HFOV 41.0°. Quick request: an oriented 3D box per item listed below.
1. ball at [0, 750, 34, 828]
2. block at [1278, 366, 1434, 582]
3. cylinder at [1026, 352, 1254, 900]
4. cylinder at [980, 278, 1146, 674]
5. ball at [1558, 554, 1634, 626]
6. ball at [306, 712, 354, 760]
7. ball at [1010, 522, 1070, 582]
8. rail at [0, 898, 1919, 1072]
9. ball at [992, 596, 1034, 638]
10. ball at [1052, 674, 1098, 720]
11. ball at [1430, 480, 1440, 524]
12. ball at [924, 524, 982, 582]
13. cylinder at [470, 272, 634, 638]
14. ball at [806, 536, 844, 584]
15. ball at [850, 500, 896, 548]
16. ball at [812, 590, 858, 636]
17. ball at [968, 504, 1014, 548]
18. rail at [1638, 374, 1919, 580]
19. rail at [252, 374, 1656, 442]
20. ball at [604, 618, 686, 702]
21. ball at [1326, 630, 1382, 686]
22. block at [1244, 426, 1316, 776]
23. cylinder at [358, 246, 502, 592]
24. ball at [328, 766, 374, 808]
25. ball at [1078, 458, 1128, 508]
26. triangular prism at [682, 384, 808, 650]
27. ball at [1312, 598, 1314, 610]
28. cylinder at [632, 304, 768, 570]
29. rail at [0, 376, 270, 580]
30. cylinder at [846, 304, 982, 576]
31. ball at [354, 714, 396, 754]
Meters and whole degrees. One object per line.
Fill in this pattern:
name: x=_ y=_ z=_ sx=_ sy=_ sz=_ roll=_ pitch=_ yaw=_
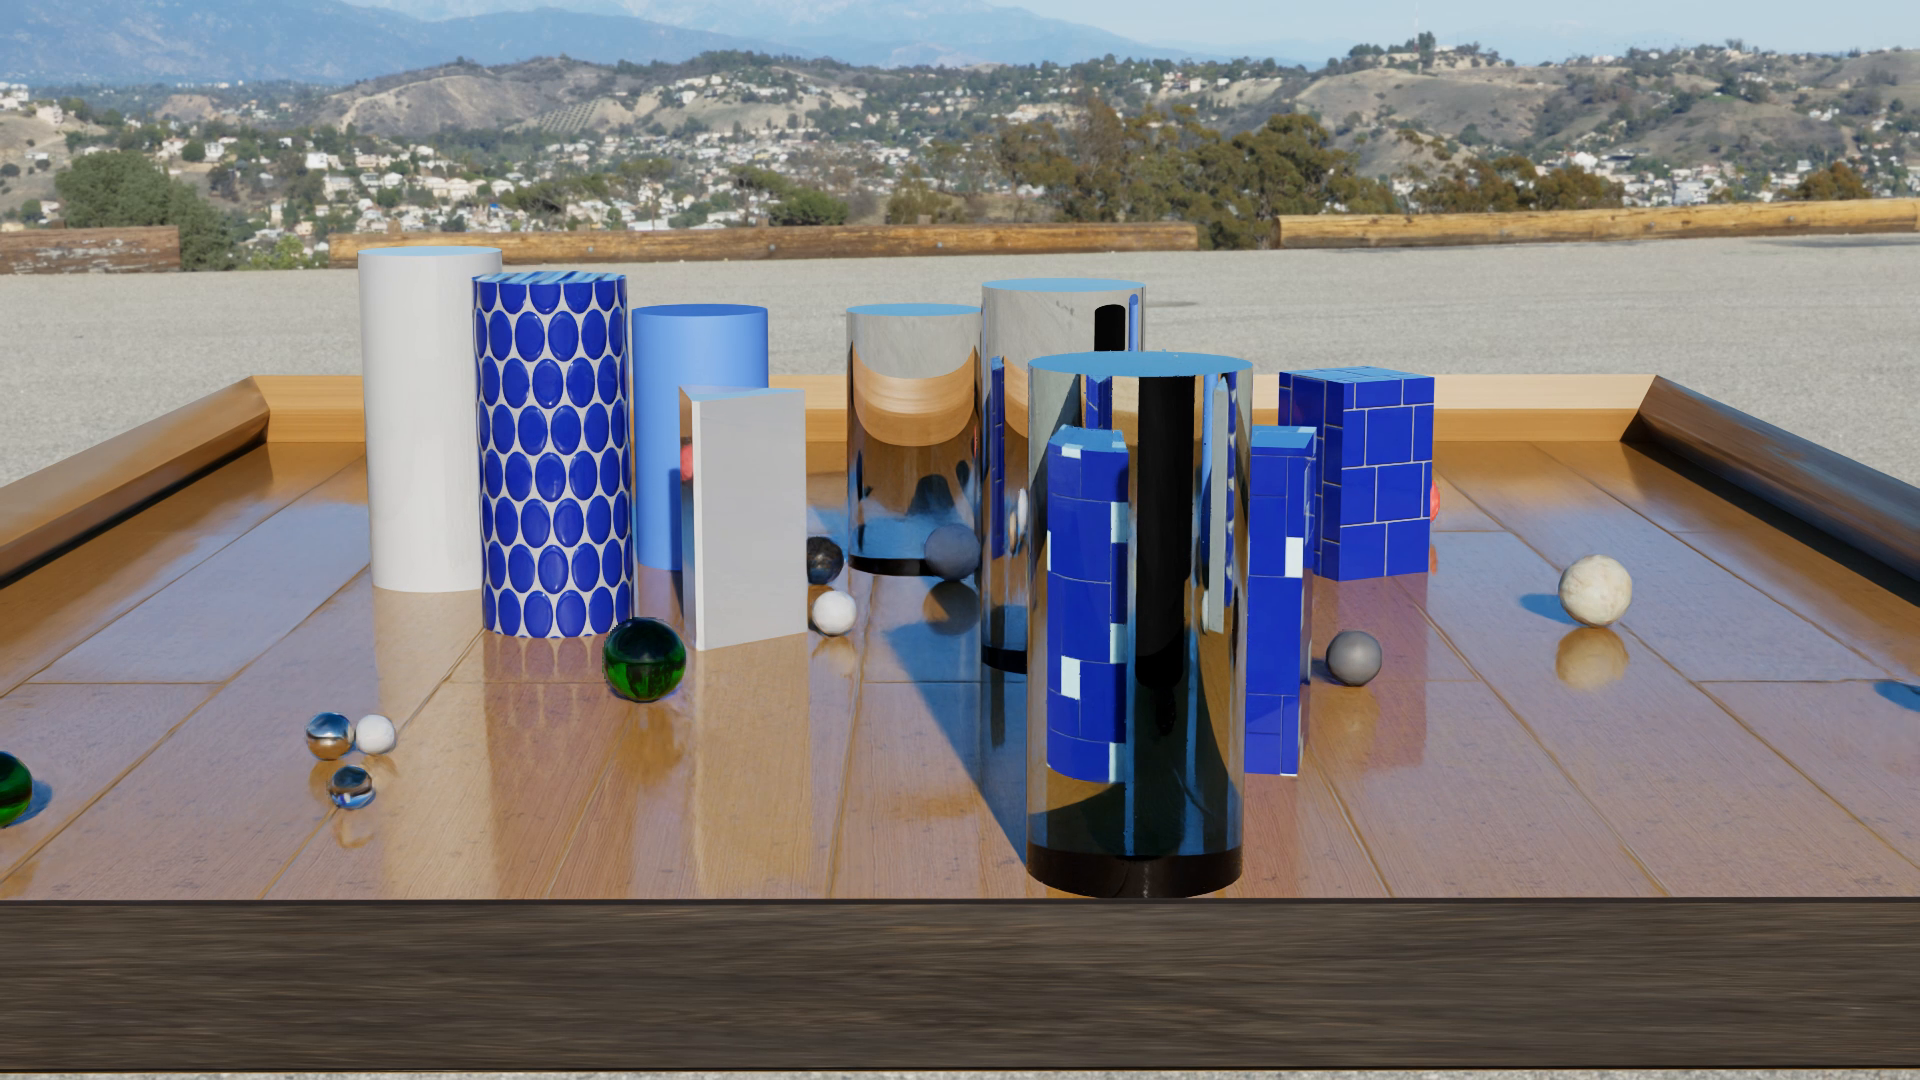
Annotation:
ball: x=-0.937 y=0.241 z=2.480 sx=0.076 sy=0.076 sz=0.076 roll=0 pitch=10 yaw=0
block: x=0.575 y=-0.100 z=3.750 sx=0.160 sy=0.285 sz=0.160 roll=-5 pitch=12 yaw=-27
cylinder: x=0.160 y=0.072 z=2.323 sx=0.200 sy=0.466 sz=0.200 roll=0 pitch=10 yaw=0
cylinder: x=0.126 y=-0.081 z=3.154 sx=0.200 sy=0.465 sz=0.200 roll=0 pitch=10 yaw=0
ball: x=0.835 y=0.066 z=3.371 sx=0.096 sy=0.096 sz=0.096 roll=0 pitch=10 yaw=0
ball: x=-0.670 y=0.208 z=2.727 sx=0.051 sy=0.051 sz=0.051 roll=0 pitch=10 yaw=0
ball: x=0.113 y=0.018 z=3.659 sx=0.086 sy=0.086 sz=0.086 roll=0 pitch=10 yaw=0
rail: x=0.009 y=0.321 z=1.893 sx=2.749 sy=0.130 sz=0.045 roll=0 pitch=10 yaw=0
ball: x=0.068 y=0.099 z=3.304 sx=0.056 sy=0.056 sz=0.056 roll=0 pitch=10 yaw=0
ball: x=0.131 y=0.177 z=2.893 sx=0.052 sy=0.052 sz=0.052 roll=0 pitch=10 yaw=0
ball: x=0.708 y=-0.062 z=4.050 sx=0.100 sy=0.100 sz=0.100 roll=0 pitch=10 yaw=0
ball: x=-0.011 y=0.018 z=3.670 sx=0.082 sy=0.082 sz=0.082 roll=0 pitch=10 yaw=0
cylinder: x=-0.532 y=-0.116 z=3.365 sx=0.200 sy=0.456 sz=0.200 roll=0 pitch=10 yaw=0
ball: x=-0.200 y=0.029 z=3.644 sx=0.070 sy=0.070 sz=0.070 roll=0 pitch=10 yaw=0
ball: x=-0.133 y=-0.024 z=3.924 sx=0.072 sy=0.072 sz=0.072 roll=0 pitch=10 yaw=0
ball: x=-0.162 y=0.094 z=3.320 sx=0.059 sy=0.059 sz=0.059 roll=0 pitch=10 yaw=0
ball: x=0.048 y=-0.021 z=3.916 sx=0.070 sy=0.070 sz=0.070 roll=0 pitch=10 yaw=0
rail: x=1.351 y=0.032 z=3.456 sx=0.045 sy=0.130 sz=3.211 roll=0 pitch=10 yaw=0
rail: x=-0.009 y=-0.254 z=5.004 sx=2.749 sy=0.130 sz=0.045 roll=0 pitch=10 yaw=0
ball: x=-0.365 y=0.139 z=2.977 sx=0.096 sy=0.096 sz=0.096 roll=0 pitch=10 yaw=0
ball: x=0.468 y=0.140 z=3.050 sx=0.067 sy=0.067 sz=0.067 roll=0 pitch=10 yaw=0
block: x=0.289 y=0.059 z=2.728 sx=0.160 sy=0.344 sz=0.160 roll=2 pitch=11 yaw=12
cylinder: x=-0.745 y=-0.176 z=3.650 sx=0.200 sy=0.470 sz=0.200 roll=0 pitch=10 yaw=0
ball: x=-0.605 y=0.245 z=2.546 sx=0.043 sy=0.043 sz=0.043 roll=0 pitch=10 yaw=0
ball: x=0.239 y=-0.095 z=4.272 sx=0.084 sy=0.084 sz=0.084 roll=0 pitch=10 yaw=0
triangular prism: x=-0.313 y=-0.037 z=3.321 sx=0.173 sy=0.316 sz=0.150 roll=-9 pitch=14 yaw=-41
ball: x=0.402 y=0.082 z=3.278 sx=0.099 sy=0.099 sz=0.099 roll=0 pitch=10 yaw=0
cylinder: x=-0.383 y=-0.155 z=3.809 sx=0.200 sy=0.372 sz=0.200 roll=0 pitch=10 yaw=0
rail: x=-1.351 y=0.035 z=3.441 sx=0.045 sy=0.130 sz=3.211 roll=0 pitch=10 yaw=0
cylinder: x=-0.066 y=-0.151 z=3.771 sx=0.200 sy=0.376 sz=0.200 roll=0 pitch=10 yaw=0
ball: x=-0.626 y=0.208 z=2.746 sx=0.044 sy=0.044 sz=0.044 roll=0 pitch=10 yaw=0
